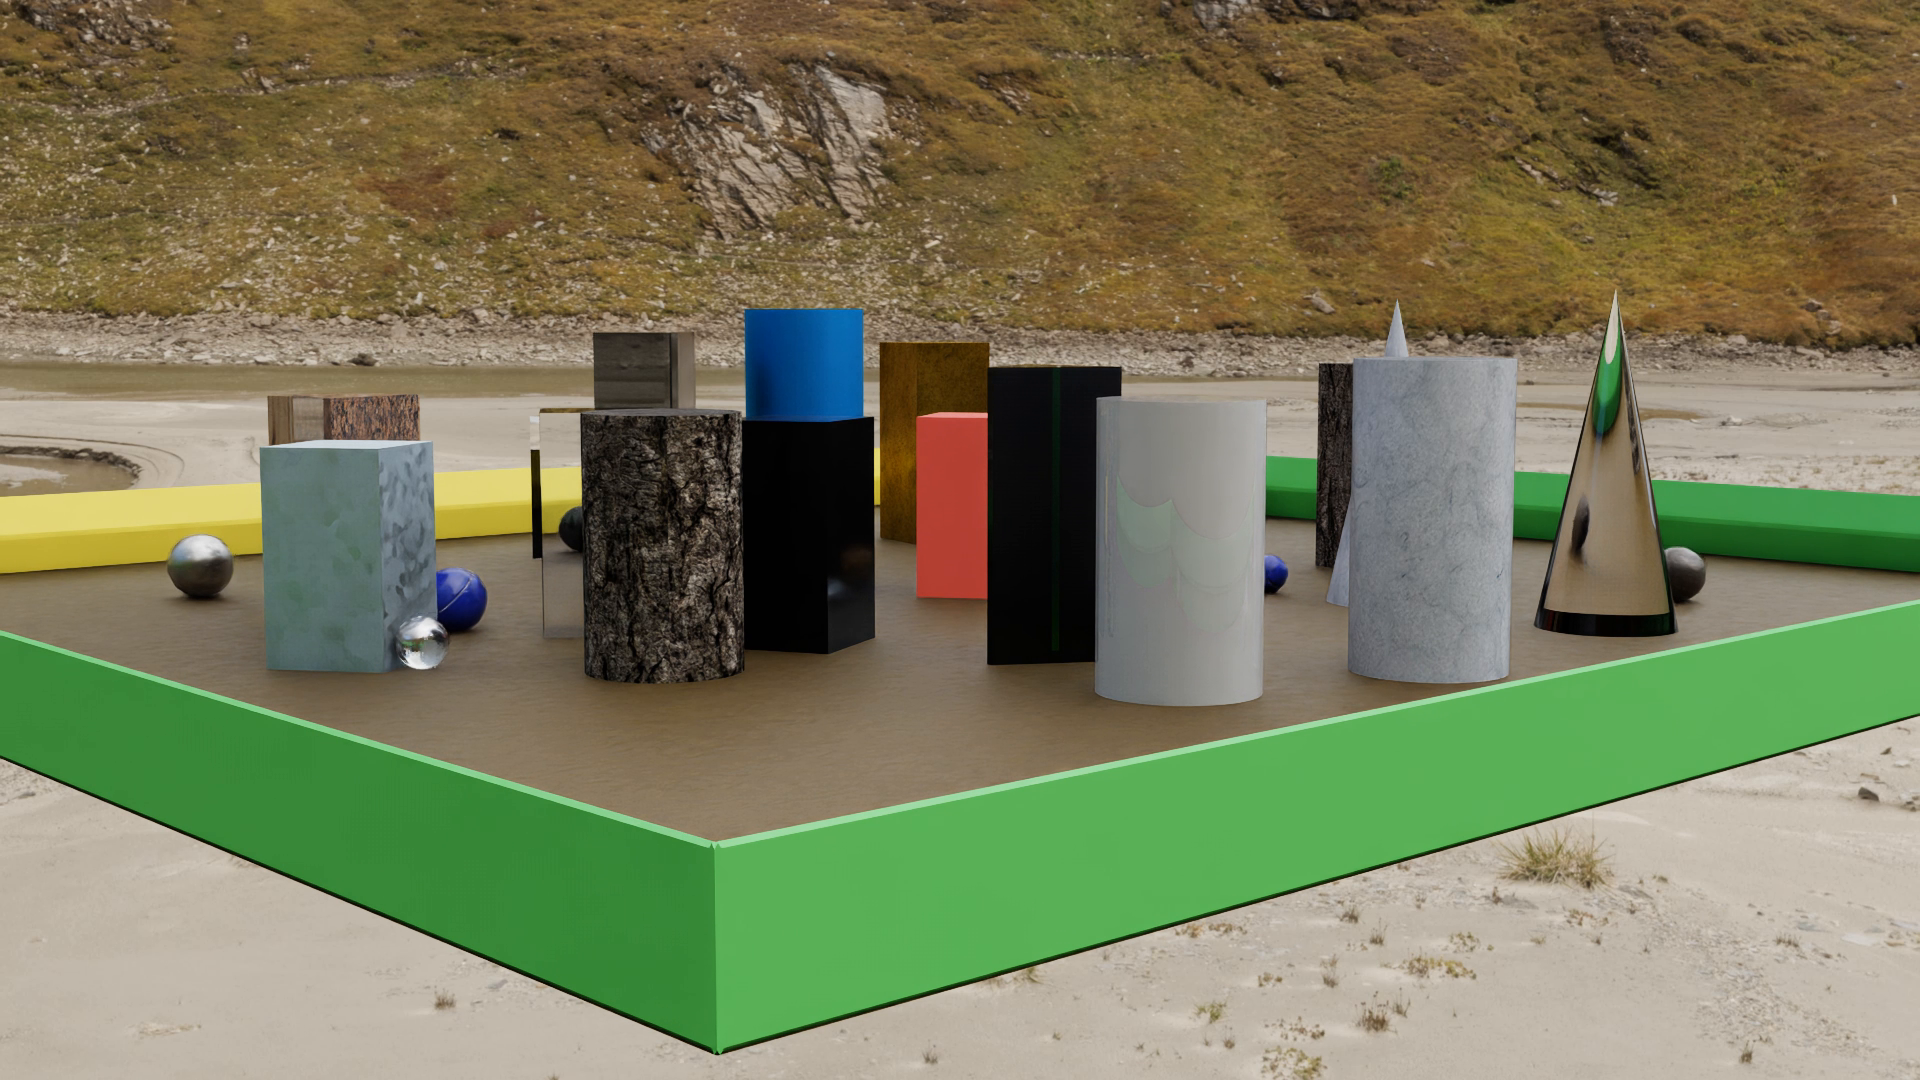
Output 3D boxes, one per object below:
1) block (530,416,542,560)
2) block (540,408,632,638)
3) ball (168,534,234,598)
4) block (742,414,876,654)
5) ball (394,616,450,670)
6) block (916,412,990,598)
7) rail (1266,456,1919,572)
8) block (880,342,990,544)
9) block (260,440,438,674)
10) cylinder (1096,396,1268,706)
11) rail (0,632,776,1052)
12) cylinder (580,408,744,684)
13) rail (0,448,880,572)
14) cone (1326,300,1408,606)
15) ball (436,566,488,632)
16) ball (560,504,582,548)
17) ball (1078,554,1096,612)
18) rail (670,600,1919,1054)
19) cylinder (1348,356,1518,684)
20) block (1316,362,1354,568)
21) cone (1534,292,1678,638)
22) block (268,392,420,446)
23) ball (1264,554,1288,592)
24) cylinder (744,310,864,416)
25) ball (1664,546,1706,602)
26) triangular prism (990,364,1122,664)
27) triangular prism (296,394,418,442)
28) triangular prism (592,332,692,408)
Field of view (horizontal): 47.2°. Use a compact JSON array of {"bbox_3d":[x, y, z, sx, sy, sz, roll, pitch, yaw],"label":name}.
[{"bbox_3d":[-0.660,-0.096,3.963,0.157,0.256,0.157,4,7,30],"label":"block"},{"bbox_3d":[-0.504,-0.028,3.070,0.157,0.306,0.157,-1,6,-10],"label":"block"},{"bbox_3d":[-1.181,0.040,3.423,0.098,0.098,0.098,0,6,0],"label":"ball"},{"bbox_3d":[-0.217,-0.012,2.939,0.157,0.301,0.157,2,6,20],"label":"block"},{"bbox_3d":[-0.669,0.128,2.734,0.066,0.066,0.066,0,6,0],"label":"ball"},{"bbox_3d":[0.026,-0.057,3.472,0.157,0.280,0.157,1,6,12],"label":"block"},{"bbox_3d":[1.074,-0.070,4.318,0.045,0.128,2.790,-5,8,-42],"label":"rail"},{"bbox_3d":[-0.050,-0.192,4.272,0.157,0.382,0.157,-3,7,-28],"label":"block"},{"bbox_3d":[-0.771,0.017,2.784,0.157,0.276,0.157,1,6,11],"label":"block"},{"bbox_3d":[0.256,0.007,2.561,0.197,0.343,0.197,0,6,0],"label":"cylinder"},{"bbox_3d":[-1.074,0.136,2.346,0.045,0.128,2.790,-5,8,-42],"label":"rail"},{"bbox_3d":[-0.366,0.002,2.713,0.197,0.320,0.197,0,6,0],"label":"cylinder"},{"bbox_3d":[-0.930,-0.071,4.334,2.971,0.128,0.045,-5,8,-42],"label":"rail"},{"bbox_3d":[0.662,-0.136,3.351,0.197,0.462,0.197,0,6,0],"label":"cone"},{"bbox_3d":[-0.702,0.082,3.056,0.091,0.091,0.091,0,6,0],"label":"ball"},{"bbox_3d":[-0.708,-0.027,4.126,0.084,0.084,0.084,0,6,0],"label":"ball"},{"bbox_3d":[0.221,0.062,3.211,0.097,0.097,0.097,0,6,0],"label":"ball"},{"bbox_3d":[0.930,0.138,2.330,2.971,0.128,0.045,-5,8,-42],"label":"rail"},{"bbox_3d":[0.581,-0.031,2.712,0.197,0.386,0.197,0,6,0],"label":"cylinder"},{"bbox_3d":[0.729,-0.128,3.800,0.157,0.353,0.157,-3,7,-29],"label":"block"},{"bbox_3d":[0.910,-0.113,3.076,0.197,0.475,0.197,0,6,0],"label":"cone"},{"bbox_3d":[-0.935,-0.063,3.356,0.157,0.316,0.157,3,7,29],"label":"block"},{"bbox_3d":[0.489,0.053,3.483,0.059,0.059,0.059,0,6,0],"label":"ball"},{"bbox_3d":[-0.260,-0.162,3.683,0.197,0.446,0.197,0,6,0],"label":"cylinder"},{"bbox_3d":[1.102,0.052,3.375,0.083,0.083,0.083,0,6,0],"label":"ball"},{"bbox_3d":[0.104,-0.038,2.839,0.170,0.374,0.148,-1,6,-12],"label":"triangular prism"},{"bbox_3d":[-0.821,-0.037,3.050,0.148,0.328,0.170,-3,7,-30],"label":"triangular prism"},{"bbox_3d":[-0.483,-0.135,3.598,0.170,0.409,0.148,4,7,32],"label":"triangular prism"}]
